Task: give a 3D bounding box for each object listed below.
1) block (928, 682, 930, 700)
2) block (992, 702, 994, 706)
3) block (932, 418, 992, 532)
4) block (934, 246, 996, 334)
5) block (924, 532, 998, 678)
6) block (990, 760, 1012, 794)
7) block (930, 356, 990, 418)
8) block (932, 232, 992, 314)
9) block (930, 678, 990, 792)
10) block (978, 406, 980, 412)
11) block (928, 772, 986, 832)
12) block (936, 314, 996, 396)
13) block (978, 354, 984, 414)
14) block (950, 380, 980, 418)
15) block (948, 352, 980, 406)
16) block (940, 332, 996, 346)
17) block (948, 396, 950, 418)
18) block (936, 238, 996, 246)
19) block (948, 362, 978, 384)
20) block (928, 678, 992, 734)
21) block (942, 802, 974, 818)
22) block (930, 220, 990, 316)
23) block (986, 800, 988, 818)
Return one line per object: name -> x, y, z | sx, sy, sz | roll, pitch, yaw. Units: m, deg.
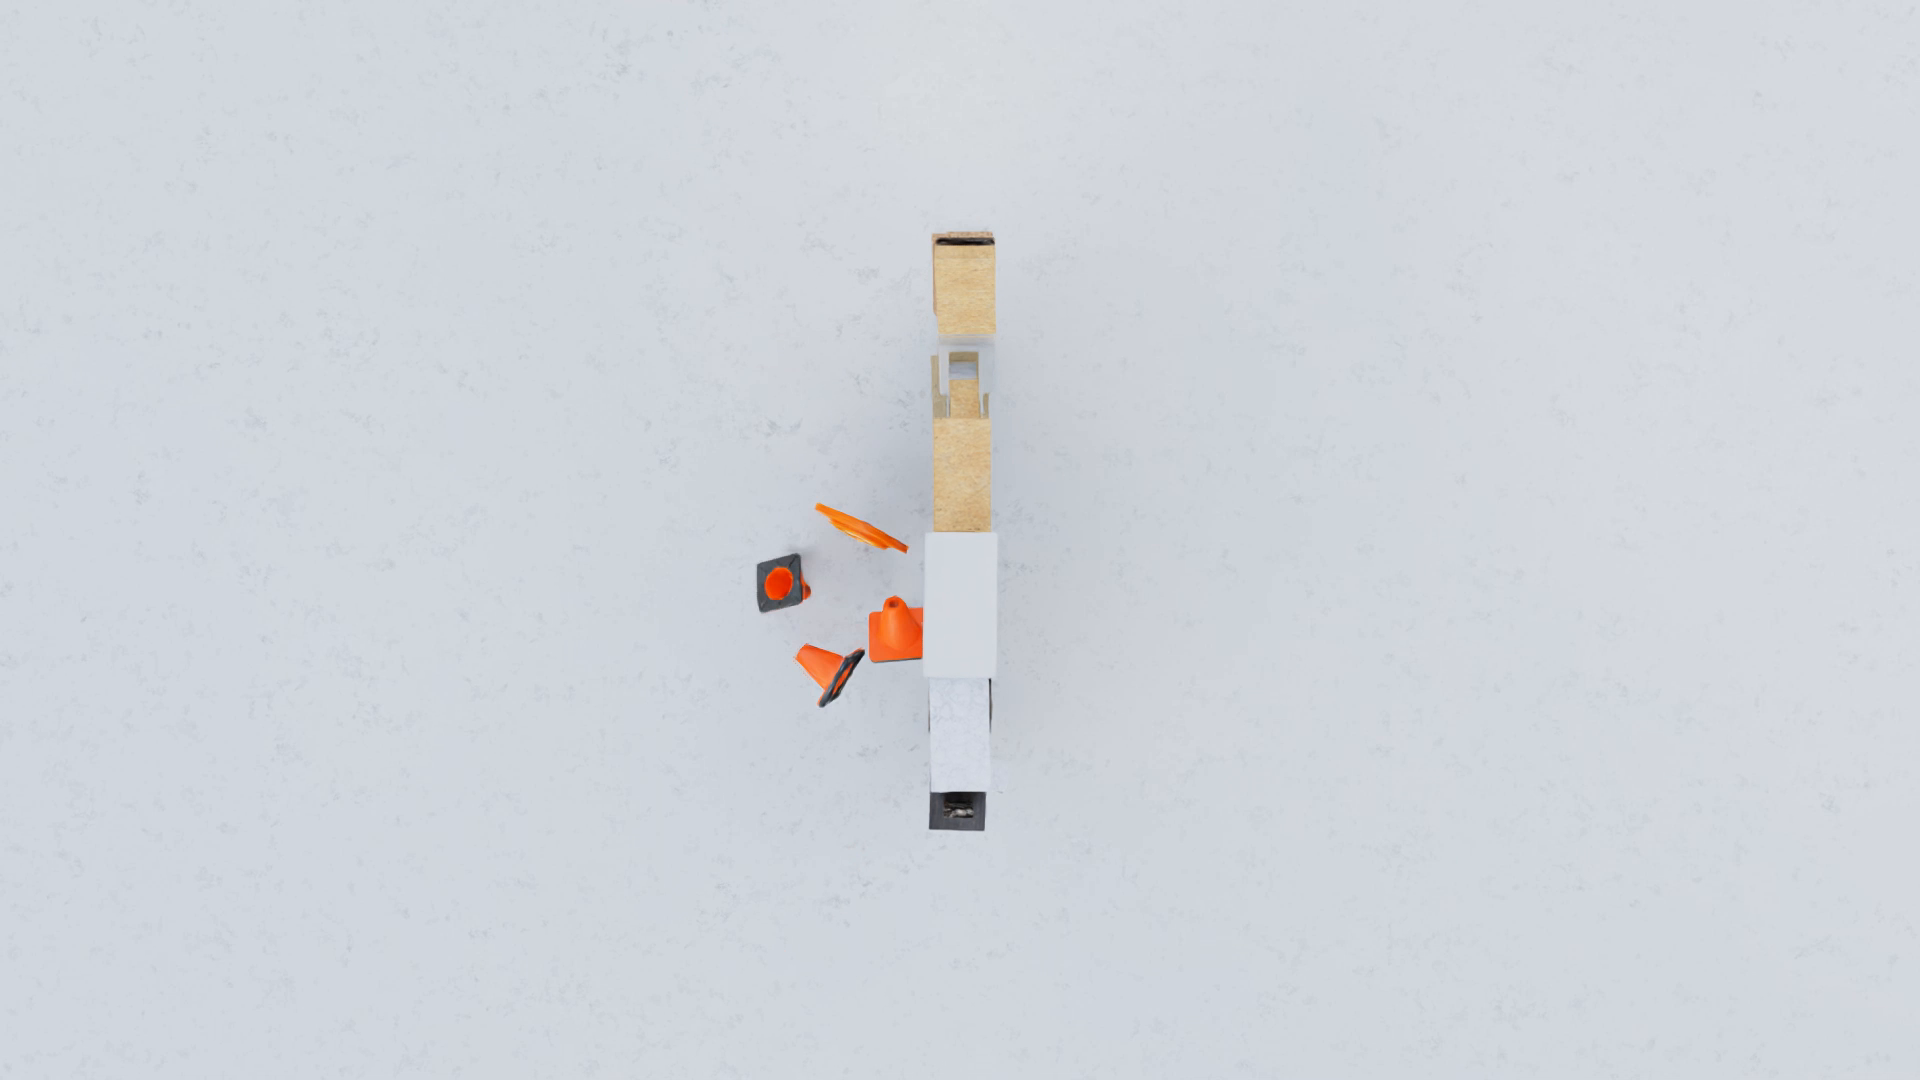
block -> -0.004, 0.363, 4.032 | 0.139, 0.278, 0.039 | 0, 88, 0
block -> 0.004, 0.433, 4.376 | 0.160, 0.320, 0.045 | 4, 90, 0
block -> 0.005, -0.150, 3.934 | 0.138, 0.039, 0.276 | 0, 90, 0
block -> 0.015, -0.629, 4.160 | 0.148, 0.297, 0.042 | -1, 60, 1
block -> 0.001, 0.149, 3.813 | 0.167, 0.047, 0.334 | 1, 90, 0
block -> 0.050, 0.613, 4.337 | 0.159, 0.023, 0.080 | 12, 78, -12
block -> 0.002, -0.377, 4.847 | 0.165, 0.047, 0.329 | -2, 90, 0
block -> 0.005, -0.724, 4.483 | 0.159, 0.318, 0.045 | -2, 65, -1
block -> 0.000, 0.448, 3.873 | 0.139, 0.039, 0.278 | -1, 90, 0
block -> 0.014, -0.320, 4.657 | 0.081, 0.191, 0.023 | -2, 47, -3
block -> -0.004, 0.641, 4.532 | 0.153, 0.043, 0.307 | 2, 90, 0
block -> 0.017, -0.577, 4.709 | 0.159, 0.045, 0.318 | -3, 112, -5
block -> 0.021, -0.440, 4.681 | 0.081, 0.023, 0.163 | -6, 105, -8
block -> 0.012, -0.354, 4.422 | 0.077, 0.022, 0.155 | 0, 70, -2
block -> 0.011, -0.449, 4.602 | 0.081, 0.023, 0.163 | 0, 65, -2
block -> 0.020, -0.572, 4.466 | 0.149, 0.297, 0.042 | 0, 87, 0
block -> 0.005, -0.338, 4.487 | 0.077, 0.155, 0.022 | -2, 130, 1
block -> 0.014, -0.725, 4.236 | 0.149, 0.297, 0.042 | 0, 89, 0
block -> 0.008, -0.444, 4.528 | 0.077, 0.155, 0.022 | -1, 122, -1
block -> 0.000, 0.330, 4.194 | 0.160, 0.045, 0.320 | 0, 90, 0
block -> -0.005, 0.725, 4.430 | 0.080, 0.159, 0.023 | 2, 88, 0
block -> -0.001, -0.789, 4.867 | 0.159, 0.989, 0.045 | 0, 85, 0
block -> -0.002, 0.747, 4.911 | 0.153, 0.715, 0.043 | 0, 90, 0
